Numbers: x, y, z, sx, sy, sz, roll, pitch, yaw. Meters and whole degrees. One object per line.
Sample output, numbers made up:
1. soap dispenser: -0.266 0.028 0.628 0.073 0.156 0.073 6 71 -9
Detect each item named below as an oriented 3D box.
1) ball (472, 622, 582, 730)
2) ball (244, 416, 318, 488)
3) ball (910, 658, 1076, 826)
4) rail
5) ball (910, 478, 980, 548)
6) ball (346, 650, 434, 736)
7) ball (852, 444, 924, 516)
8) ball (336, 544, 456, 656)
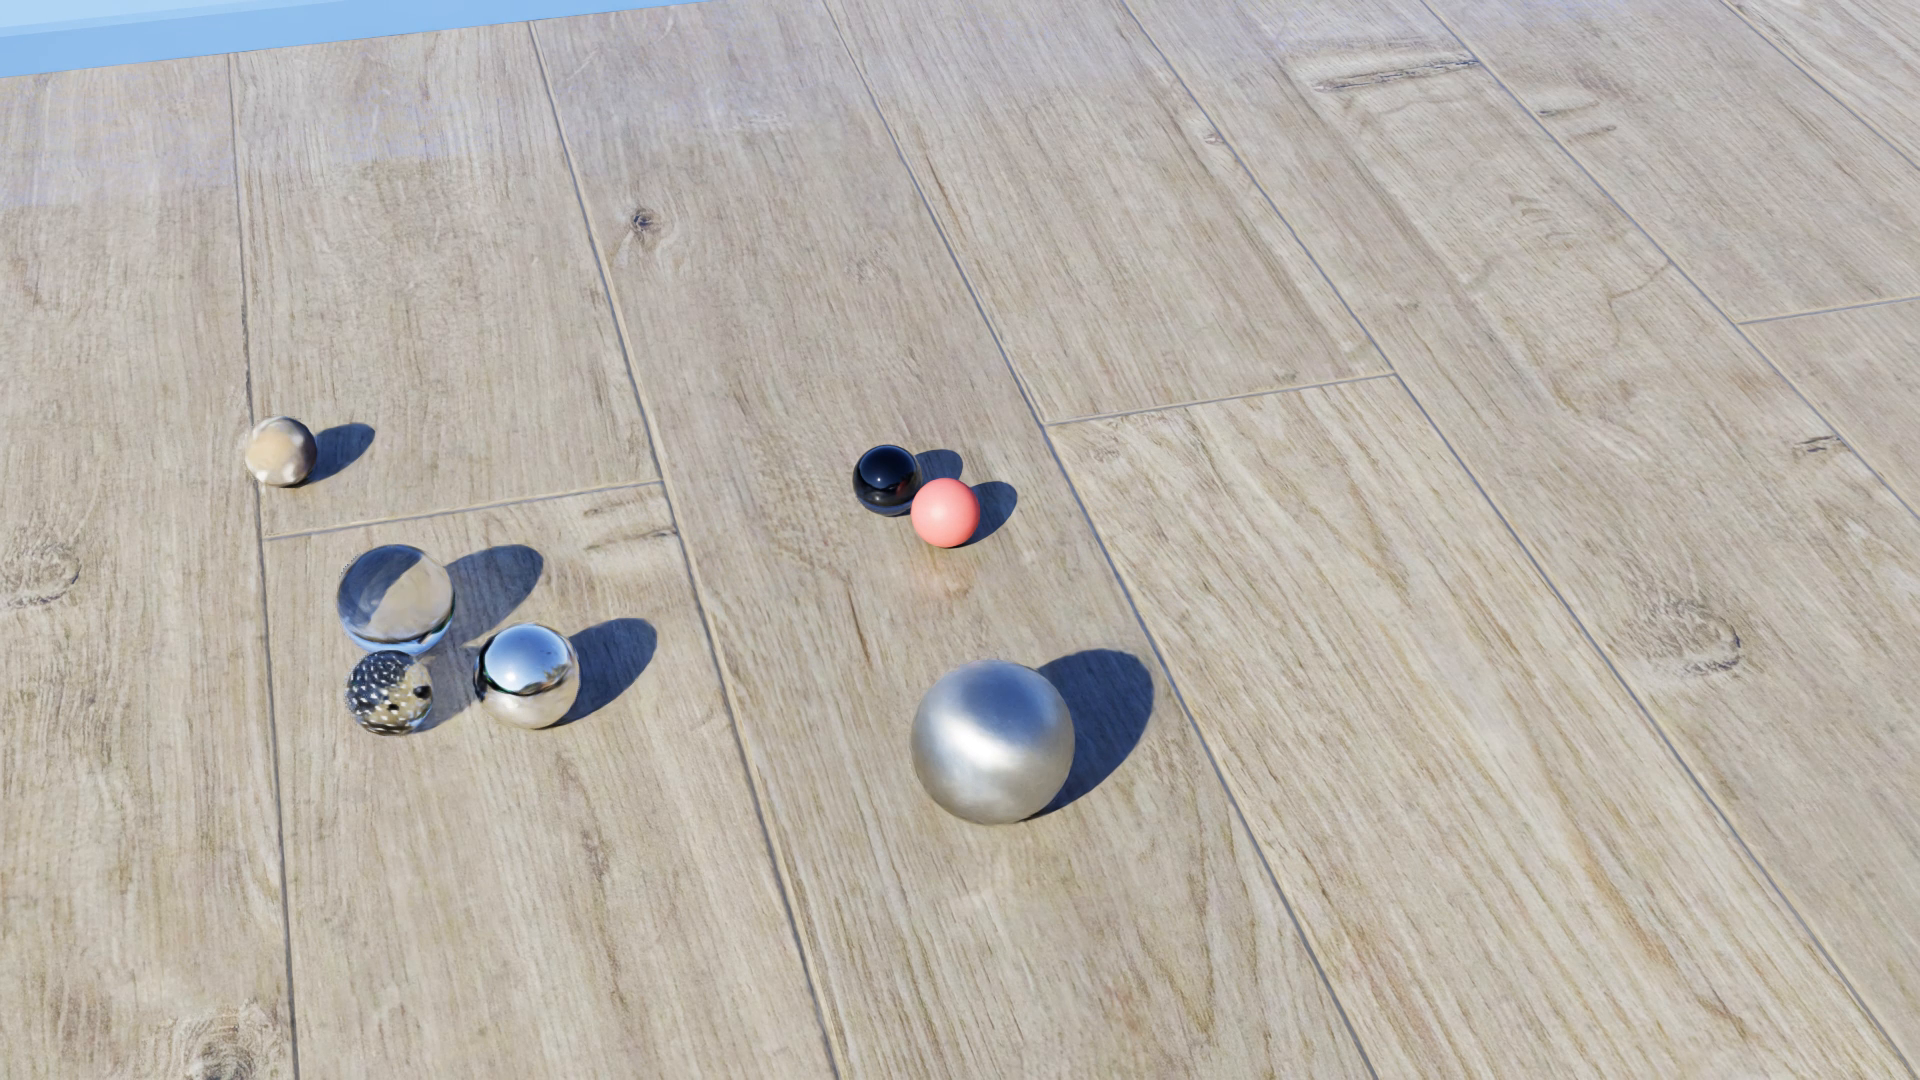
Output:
1. ball: -0.240 0.075 1.427 0.060 0.060 0.060 0 36 0
2. ball: -0.428 -0.056 1.618 0.044 0.044 0.044 0 36 0
3. ball: 0.017 0.107 1.361 0.088 0.088 0.088 0 36 0
4. rail: 0.547 -0.617 2.321 3.125 0.115 0.045 -9 37 -12
5. ball: -0.009 -0.017 1.567 0.043 0.043 0.043 0 36 0
6. ball: -0.317 0.085 1.424 0.048 0.048 0.048 0 36 0
7. ball: -0.045 -0.037 1.593 0.045 0.045 0.045 0 36 0
8. ball: -0.324 0.035 1.476 0.067 0.067 0.067 0 36 0
